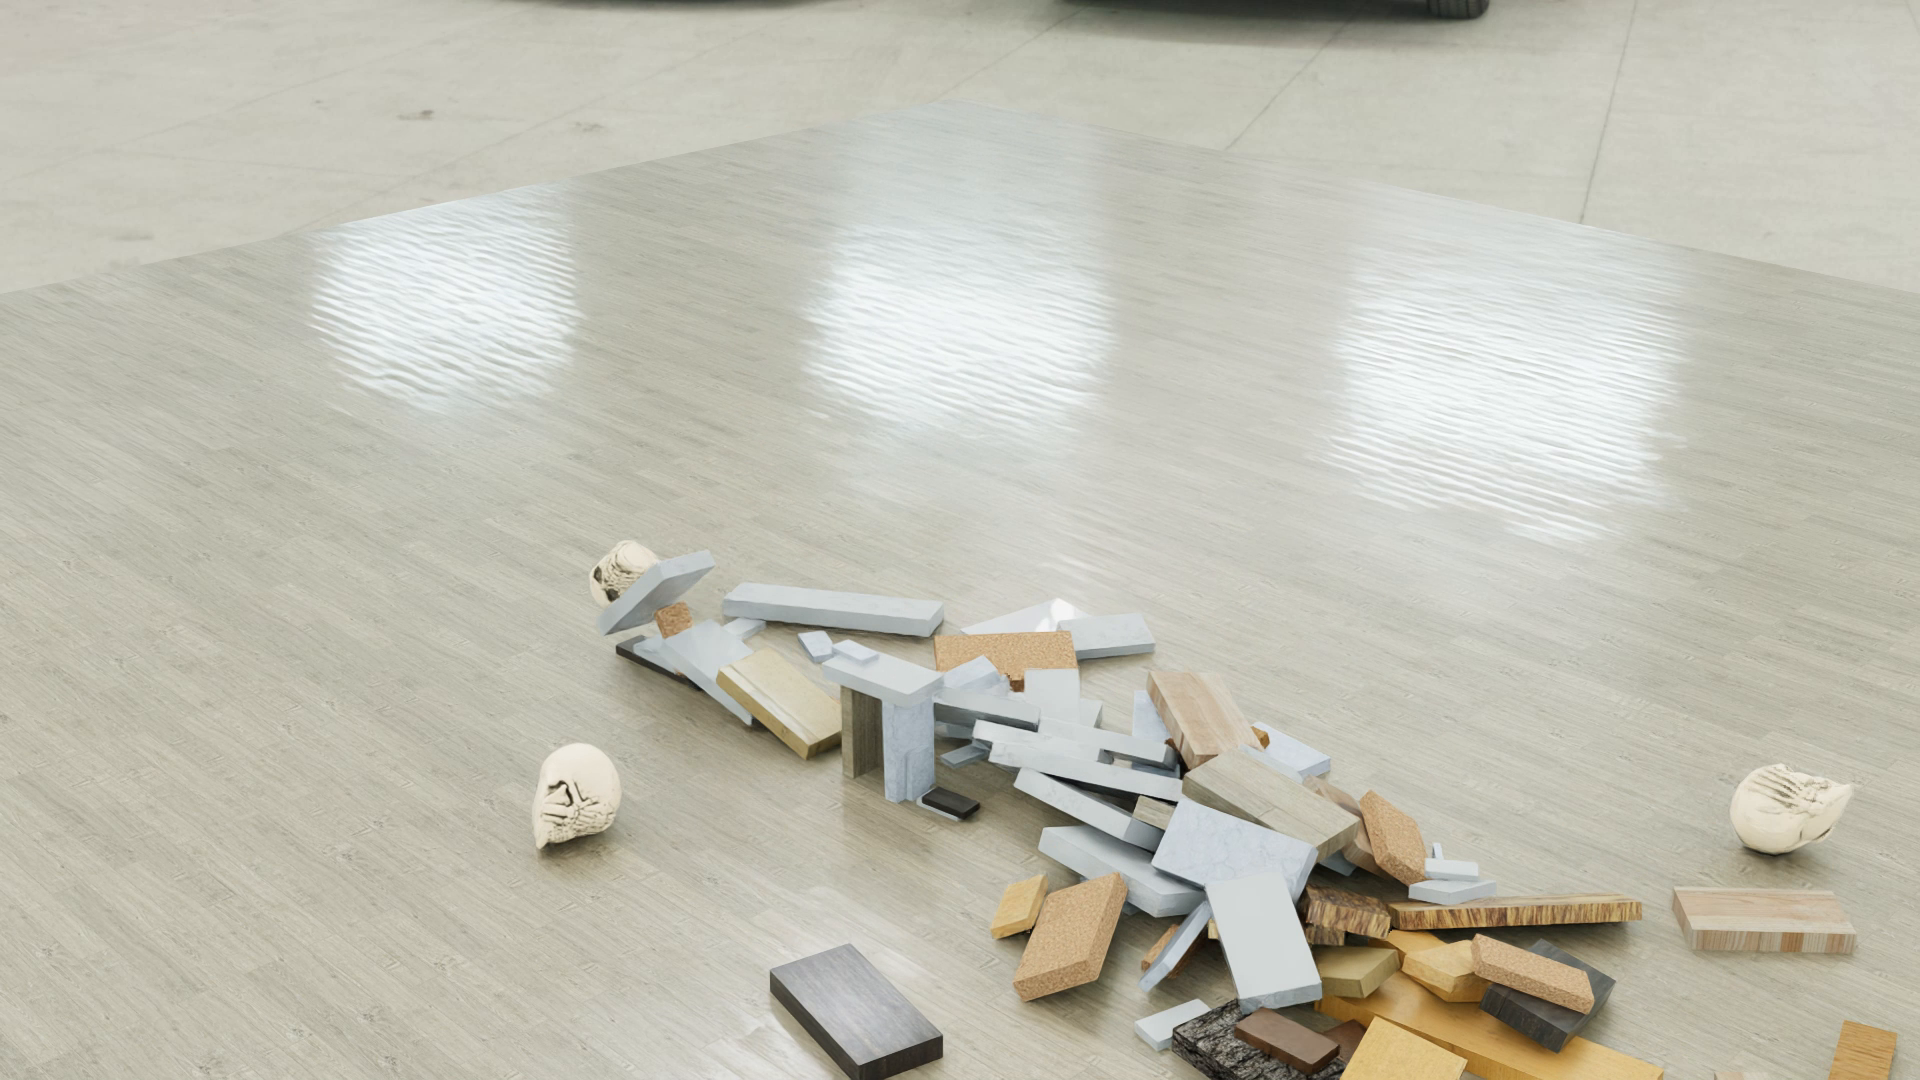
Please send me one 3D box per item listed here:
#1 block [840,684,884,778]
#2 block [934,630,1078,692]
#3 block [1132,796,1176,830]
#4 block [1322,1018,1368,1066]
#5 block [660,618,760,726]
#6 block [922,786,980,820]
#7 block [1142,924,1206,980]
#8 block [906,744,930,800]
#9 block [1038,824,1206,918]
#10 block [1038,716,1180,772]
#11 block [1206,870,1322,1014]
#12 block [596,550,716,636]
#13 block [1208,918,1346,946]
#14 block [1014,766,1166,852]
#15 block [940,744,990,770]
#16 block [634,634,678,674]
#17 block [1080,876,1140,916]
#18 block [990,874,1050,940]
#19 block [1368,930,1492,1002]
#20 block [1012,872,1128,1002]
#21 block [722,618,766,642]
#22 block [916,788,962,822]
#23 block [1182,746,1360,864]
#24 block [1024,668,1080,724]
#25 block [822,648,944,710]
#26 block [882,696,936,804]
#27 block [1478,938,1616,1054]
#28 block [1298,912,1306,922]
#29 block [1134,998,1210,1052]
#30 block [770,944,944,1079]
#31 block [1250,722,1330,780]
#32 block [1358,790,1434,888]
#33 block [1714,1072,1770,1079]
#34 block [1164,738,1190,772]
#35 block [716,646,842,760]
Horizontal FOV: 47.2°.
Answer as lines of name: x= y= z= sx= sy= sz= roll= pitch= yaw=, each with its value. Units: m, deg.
block: x=-0.195 y=0.372 z=4.589 sx=0.033 sy=0.229 sz=0.115 roll=20 pitch=30 yaw=39
block: x=0.104 y=0.281 z=4.986 sx=0.314 sy=0.044 sz=0.157 roll=-2 pitch=40 yaw=-5
block: x=0.502 y=0.571 z=4.215 sx=0.316 sy=0.045 sz=0.158 roll=19 pitch=-4 yaw=24
block: x=0.687 y=0.874 z=3.664 sx=0.099 sy=0.028 sz=0.199 roll=-15 pitch=27 yaw=-31
block: x=-0.511 y=0.292 z=4.884 sx=0.296 sy=0.042 sz=0.148 roll=34 pitch=38 yaw=28
block: x=-0.019 y=0.532 z=4.450 sx=0.107 sy=0.015 sz=0.054 roll=17 pitch=28 yaw=34
block: x=0.388 y=0.745 z=3.981 sx=0.068 sy=0.019 sz=0.135 roll=12 pitch=26 yaw=27
block: x=-0.086 y=0.476 z=4.502 sx=0.015 sy=0.107 sz=0.054 roll=20 pitch=30 yaw=39
block: x=0.315 y=0.624 z=4.170 sx=0.158 sy=0.045 sz=0.316 roll=4 pitch=14 yaw=-44
block: x=0.306 y=0.420 z=4.524 sx=0.268 sy=0.038 sz=0.134 roll=11 pitch=-10 yaw=19
block: x=0.528 y=0.700 z=3.844 sx=0.140 sy=0.040 sz=0.280 roll=-11 pitch=35 yaw=-1
block: x=-0.688 y=0.120 z=4.962 sx=0.148 sy=0.042 sz=0.296 roll=-16 pitch=-16 yaw=-45
block: x=0.573 y=0.705 z=3.963 sx=0.238 sy=0.034 sz=0.119 roll=1 pitch=-8 yaw=12
block: x=0.267 y=0.533 z=4.317 sx=0.158 sy=0.045 sz=0.316 roll=26 pitch=-3 yaw=-42
block: x=0.011 y=0.458 z=4.664 sx=0.095 sy=0.014 sz=0.048 roll=-17 pitch=28 yaw=-35
block: x=-0.673 y=0.262 z=5.059 sx=0.155 sy=0.022 sz=0.077 roll=21 pitch=31 yaw=40
block: x=0.298 y=0.664 z=4.170 sx=0.067 sy=0.019 sz=0.135 roll=-19 pitch=29 yaw=-37
block: x=0.111 y=0.680 z=4.086 sx=0.078 sy=0.022 sz=0.157 roll=-21 pitch=16 yaw=22
block: x=0.838 y=0.749 z=3.876 sx=0.119 sy=0.034 sz=0.238 roll=5 pitch=11 yaw=-26
block: x=0.201 y=0.710 z=3.951 sx=0.148 sy=0.042 sz=0.297 roll=-22 pitch=15 yaw=23
block: x=-0.529 y=0.215 z=5.230 sx=0.064 sy=0.018 sz=0.128 roll=16 pitch=28 yaw=33
block: x=-0.030 y=0.538 z=4.473 sx=0.107 sy=0.015 sz=0.054 roll=18 pitch=29 yaw=36
block: x=0.588 y=0.504 z=4.171 sx=0.153 sy=0.043 sz=0.306 roll=-22 pitch=38 yaw=-40
block: x=0.198 y=0.378 z=4.695 sx=0.117 sy=0.033 sz=0.233 roll=-3 pitch=48 yaw=5
block: x=-0.157 y=0.277 z=4.477 sx=0.230 sy=0.033 sz=0.115 roll=17 pitch=28 yaw=35
block: x=-0.105 y=0.412 z=4.496 sx=0.033 sy=0.229 sz=0.115 roll=18 pitch=29 yaw=39
block: x=1.007 y=0.776 z=3.758 sx=0.146 sy=0.041 sz=0.293 roll=29 pitch=21 yaw=25
block: x=0.661 y=0.706 z=4.077 sx=0.097 sy=0.014 sz=0.049 roll=-8 pitch=24 yaw=-19
block: x=0.374 y=0.832 z=3.776 sx=0.135 sy=0.019 sz=0.067 roll=-13 pitch=26 yaw=-28
block: x=-0.182 y=0.813 z=3.785 sx=0.162 sy=0.046 sz=0.324 roll=-13 pitch=26 yaw=-29
block: x=0.672 y=0.450 z=4.662 sx=0.104 sy=0.030 sz=0.209 roll=-17 pitch=28 yaw=-35
block: x=0.846 y=0.585 z=4.254 sx=0.121 sy=0.034 sz=0.241 roll=35 pitch=20 yaw=-12
block: x=1.286 y=0.923 z=3.555 sx=0.086 sy=0.024 sz=0.172 roll=1 pitch=23 yaw=1
block: x=0.524 y=0.468 z=4.551 sx=0.099 sy=0.028 sz=0.199 roll=-14 pitch=40 yaw=-41
block: x=-0.376 y=0.352 z=4.770 sx=0.296 sy=0.042 sz=0.148 roll=37 pitch=40 yaw=29
